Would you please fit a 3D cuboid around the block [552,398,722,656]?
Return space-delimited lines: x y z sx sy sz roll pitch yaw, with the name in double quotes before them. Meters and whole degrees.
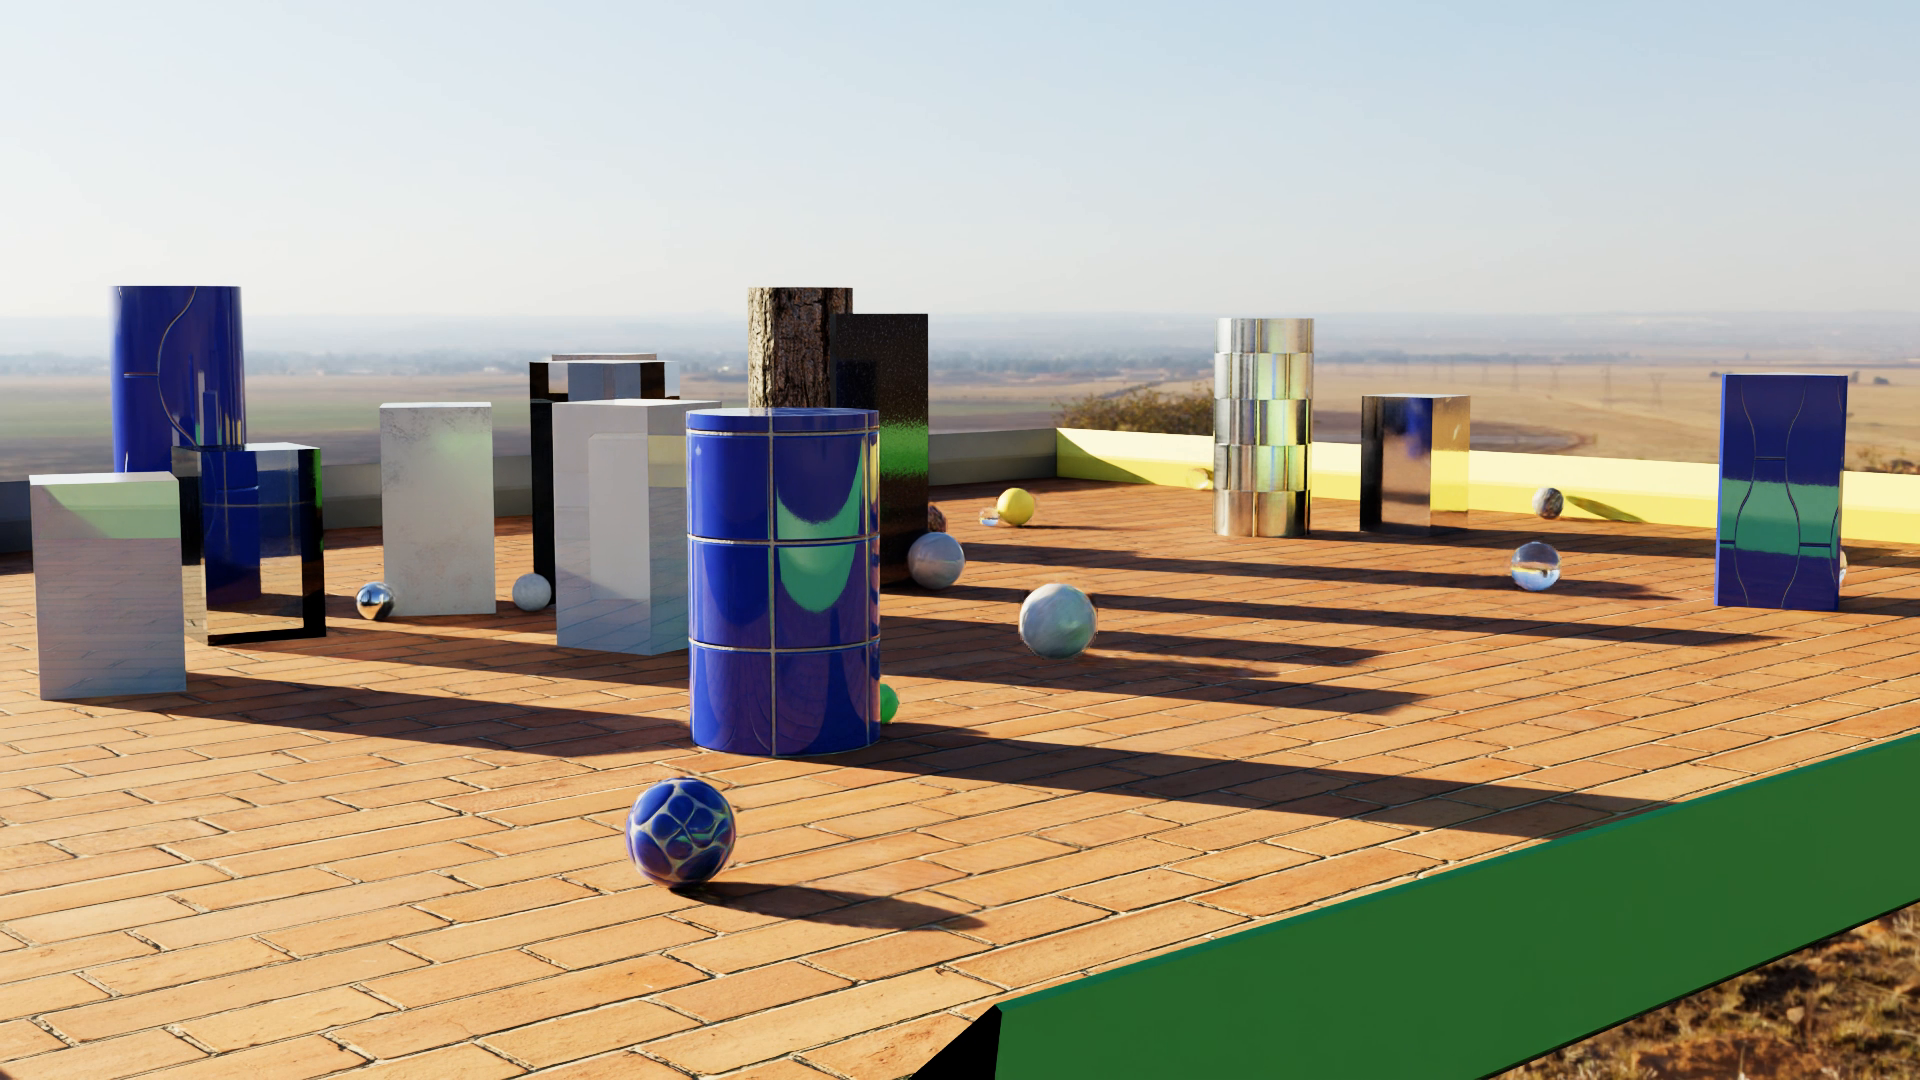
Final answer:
"block" -0.428 -0.022 2.939 0.158 0.323 0.158 3 7 30

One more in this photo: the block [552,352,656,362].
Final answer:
"block" -0.720 -0.200 4.474 0.158 0.357 0.158 2 6 15

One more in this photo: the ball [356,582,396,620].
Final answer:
"ball" -0.843 0.088 3.173 0.056 0.056 0.056 0 6 0

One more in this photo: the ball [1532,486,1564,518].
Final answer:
"ball" 1.262 -0.080 4.721 0.069 0.069 0.069 0 6 0

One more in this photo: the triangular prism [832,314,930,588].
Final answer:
"triangular prism" -0.161 -0.148 3.583 0.172 0.440 0.149 -3 7 -29

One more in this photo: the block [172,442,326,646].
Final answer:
"block" -0.978 0.002 3.021 0.158 0.258 0.158 -4 7 -33

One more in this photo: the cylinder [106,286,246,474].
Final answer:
"cylinder" -1.218 -0.154 3.436 0.198 0.482 0.198 0 6 0

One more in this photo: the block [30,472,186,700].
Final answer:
"block" -1.013 0.050 2.611 0.158 0.248 0.158 -3 6 -23

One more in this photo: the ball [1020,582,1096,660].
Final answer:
"ball" 0.125 0.104 2.813 0.099 0.099 0.099 0 6 0

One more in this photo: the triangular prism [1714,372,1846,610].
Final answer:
"triangular prism" 1.249 -0.079 3.351 0.172 0.350 0.149 2 6 20

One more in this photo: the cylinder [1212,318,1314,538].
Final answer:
"cylinder" 0.607 -0.229 4.410 0.198 0.429 0.198 0 6 0

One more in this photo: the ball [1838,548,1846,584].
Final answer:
"ball" 1.330 0.039 3.432 0.099 0.099 0.099 0 6 0

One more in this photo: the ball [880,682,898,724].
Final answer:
"ball" -0.088 0.177 2.376 0.044 0.044 0.044 0 6 0

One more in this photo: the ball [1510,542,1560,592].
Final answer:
"ball" 0.916 0.043 3.500 0.078 0.078 0.078 0 6 0

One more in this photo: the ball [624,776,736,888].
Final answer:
"ball" -0.216 0.226 1.701 0.086 0.086 0.086 0 6 0

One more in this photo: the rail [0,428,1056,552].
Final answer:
"rail" -1.158 -0.097 4.580 3.903 0.129 0.045 -5 8 -42

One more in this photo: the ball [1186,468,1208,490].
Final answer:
"ball" 0.591 -0.152 5.477 0.055 0.055 0.055 0 6 0

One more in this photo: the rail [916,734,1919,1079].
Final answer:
"rail" 1.158 0.164 2.084 3.903 0.129 0.045 -5 8 -42

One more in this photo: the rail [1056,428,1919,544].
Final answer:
"rail" 1.417 -0.102 4.632 0.045 0.129 3.463 -5 8 -42

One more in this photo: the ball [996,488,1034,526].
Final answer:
"ball" 0.116 -0.069 4.563 0.078 0.078 0.078 0 6 0

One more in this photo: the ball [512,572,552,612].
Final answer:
"ball" -0.635 0.078 3.262 0.058 0.058 0.058 0 6 0

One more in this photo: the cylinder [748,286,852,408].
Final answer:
"cylinder" -0.300 -0.232 4.161 0.198 0.488 0.198 0 6 0

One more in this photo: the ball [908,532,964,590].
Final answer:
"ball" -0.039 0.033 3.519 0.092 0.092 0.092 0 6 0

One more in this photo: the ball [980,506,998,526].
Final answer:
"ball" 0.060 -0.048 4.549 0.041 0.041 0.041 0 6 0

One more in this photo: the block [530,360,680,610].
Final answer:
"block" -0.533 -0.085 3.319 0.158 0.368 0.158 3 7 29

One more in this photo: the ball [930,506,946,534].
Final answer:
"ball" -0.065 -0.026 4.164 0.077 0.077 0.077 0 6 0

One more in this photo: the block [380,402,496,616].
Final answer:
"block" -0.779 -0.050 3.289 0.158 0.305 0.158 -1 6 -12

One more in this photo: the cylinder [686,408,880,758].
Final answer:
"cylinder" -0.182 0.037 2.280 0.198 0.341 0.198 0 6 0

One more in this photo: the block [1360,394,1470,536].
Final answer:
"block" 0.920 -0.155 4.445 0.158 0.274 0.158 5 8 40
